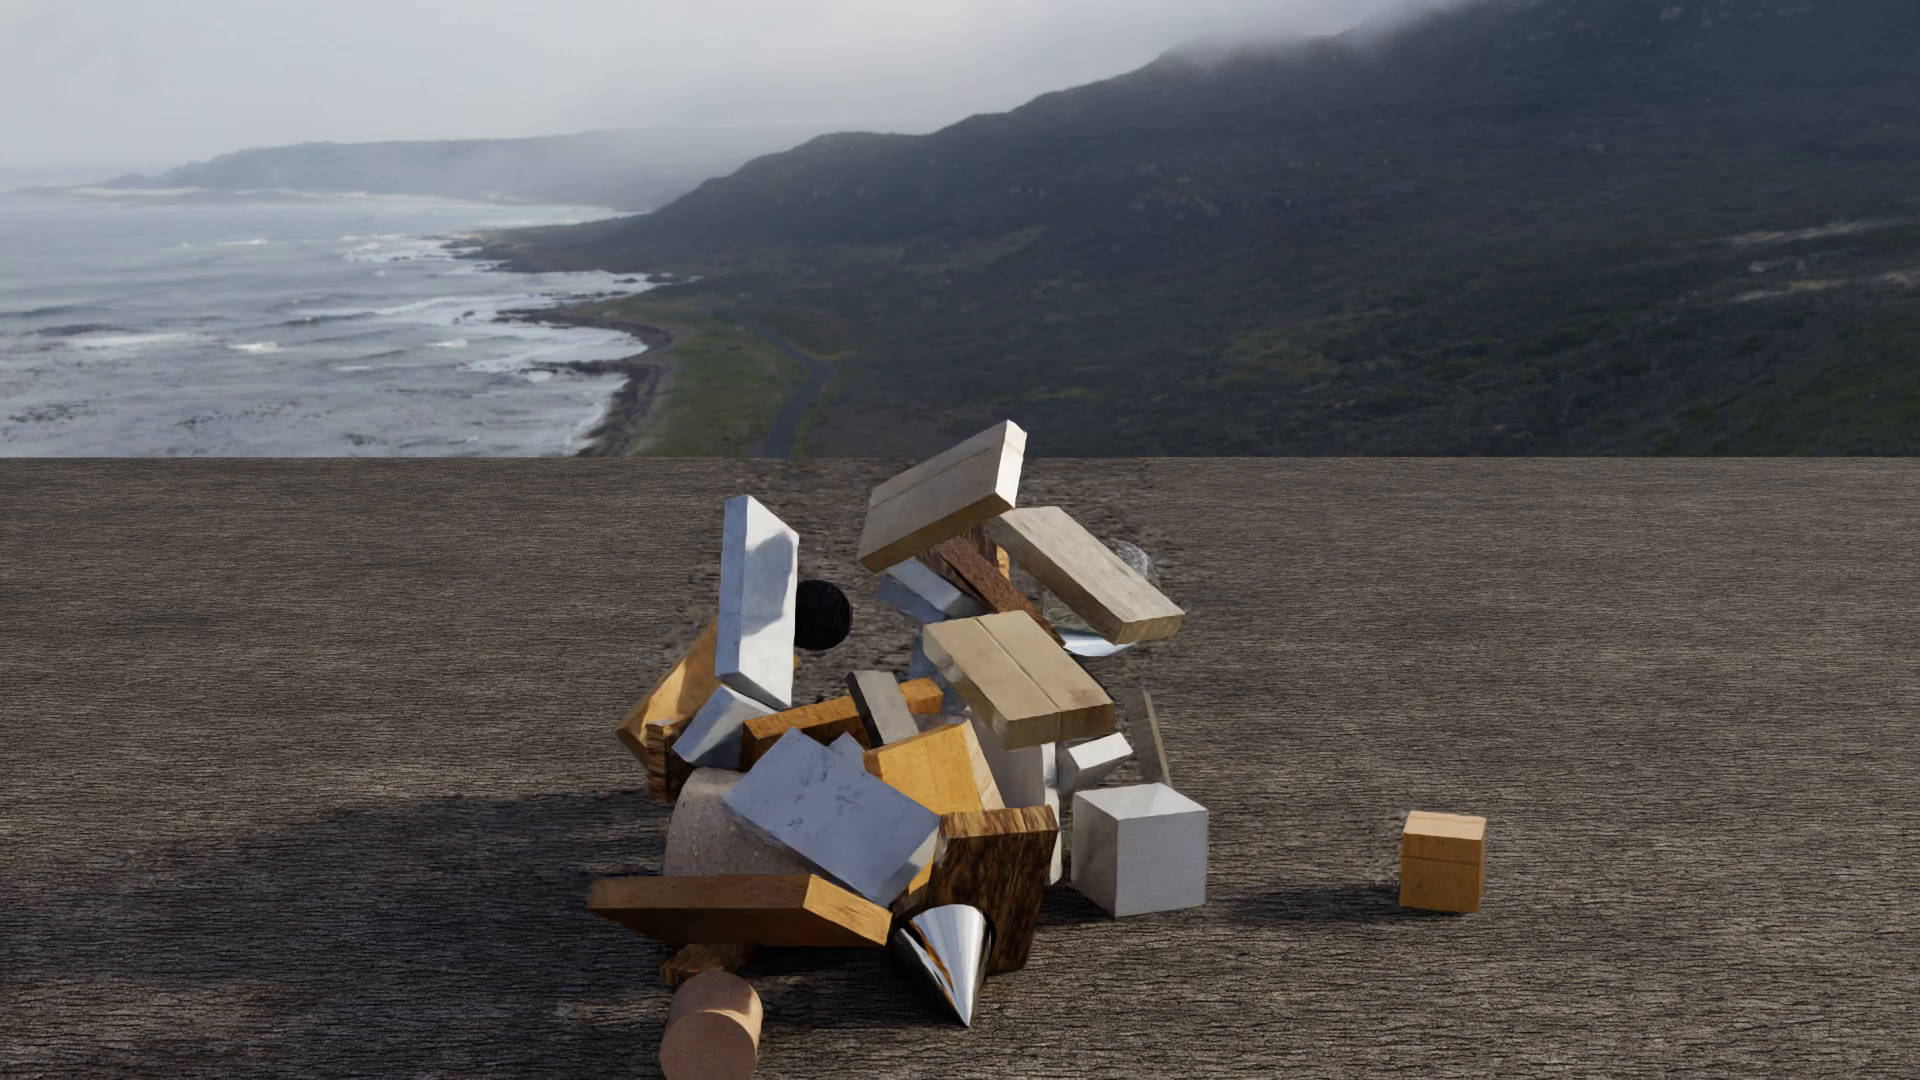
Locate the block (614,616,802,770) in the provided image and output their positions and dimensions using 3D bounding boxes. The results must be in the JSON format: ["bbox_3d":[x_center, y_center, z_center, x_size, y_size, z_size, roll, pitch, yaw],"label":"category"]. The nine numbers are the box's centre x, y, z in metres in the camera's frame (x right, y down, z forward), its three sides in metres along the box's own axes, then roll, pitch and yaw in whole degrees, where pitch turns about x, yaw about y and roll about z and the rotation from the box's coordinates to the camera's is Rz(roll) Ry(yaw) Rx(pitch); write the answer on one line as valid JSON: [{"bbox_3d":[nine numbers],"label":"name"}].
[{"bbox_3d":[-0.431,0.268,3.786,0.045,0.159,0.349,-26,20,49],"label":"block"}]

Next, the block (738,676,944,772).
[{"bbox_3d":[-0.200,0.341,3.634,0.342,0.171,0.048,-12,41,-28],"label":"block"}]

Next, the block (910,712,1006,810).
[{"bbox_3d":[-0.016,0.431,3.605,0.171,0.342,0.048,1,38,33],"label":"block"}]

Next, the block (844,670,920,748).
[{"bbox_3d":[-0.114,0.285,3.475,0.086,0.172,0.024,5,-40,-45],"label":"block"}]

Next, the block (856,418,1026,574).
[{"bbox_3d":[-0.032,-0.071,3.653,0.319,0.159,0.045,-26,-51,37],"label":"block"}]

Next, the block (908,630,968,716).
[{"bbox_3d":[-0.036,0.344,4.028,0.142,0.334,0.040,10,7,10],"label":"block"}]

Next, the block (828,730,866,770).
[{"bbox_3d":[-0.075,0.464,3.516,0.048,0.342,0.171,-41,20,-6],"label":"block"}]

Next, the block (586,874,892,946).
[{"bbox_3d":[-0.311,0.512,3.038,0.441,0.046,0.162,-9,-31,41],"label":"block"}]

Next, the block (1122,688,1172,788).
[{"bbox_3d":[0.340,0.403,3.848,0.036,0.277,0.128,-15,-10,8],"label":"block"}]

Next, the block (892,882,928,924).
[{"bbox_3d":[-0.014,0.571,3.315,0.086,0.172,0.024,-35,43,17],"label":"block"}]

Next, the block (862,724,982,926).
[{"bbox_3d":[-0.038,0.465,3.406,0.162,0.324,0.046,-16,5,-35],"label":"block"}]

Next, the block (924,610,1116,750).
[{"bbox_3d":[0.080,0.197,3.174,0.162,0.046,0.324,-8,25,-20],"label":"block"}]

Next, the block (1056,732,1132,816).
[{"bbox_3d":[0.155,0.444,3.804,0.149,0.042,0.298,-11,-28,-49],"label":"block"}]

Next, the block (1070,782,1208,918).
[{"bbox_3d":[0.295,0.510,3.640,0.164,0.164,0.164,-3,11,-23],"label":"block"}]

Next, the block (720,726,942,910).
[{"bbox_3d":[-0.187,0.413,3.267,0.324,0.046,0.162,27,61,36],"label":"block"}]

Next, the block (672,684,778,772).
[{"bbox_3d":[-0.357,0.325,3.584,0.036,0.128,0.256,39,1,28],"label":"block"}]

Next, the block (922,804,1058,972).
[{"bbox_3d":[0.036,0.520,3.231,0.162,0.324,0.046,-3,43,-14],"label":"block"}]

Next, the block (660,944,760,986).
[{"bbox_3d":[-0.380,0.637,3.345,0.086,0.024,0.172,5,11,18],"label":"block"}]

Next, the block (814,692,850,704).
[{"bbox_3d":[-0.163,0.322,3.761,0.040,0.142,0.283,42,26,30],"label":"block"}]

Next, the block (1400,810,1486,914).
[{"bbox_3d":[0.801,0.532,3.640,0.125,0.125,0.125,3,11,17],"label":"block"}]

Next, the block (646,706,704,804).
[{"bbox_3d":[-0.420,0.344,3.646,0.036,0.128,0.256,4,9,32],"label":"block"}]

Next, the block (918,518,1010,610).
[{"bbox_3d":[0.018,0.201,4.311,0.173,0.508,0.049,-7,-5,25],"label":"block"}]

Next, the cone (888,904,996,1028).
[{"bbox_3d":[-0.006,0.644,3.178,0.163,0.163,0.163,-3,38,-15],"label":"cone"}]

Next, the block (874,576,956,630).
[{"bbox_3d":[-0.051,0.150,4.151,0.142,0.040,0.283,28,-5,22],"label":"block"}]

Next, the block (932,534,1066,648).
[{"bbox_3d":[0.054,0.083,3.989,0.049,0.173,0.346,-44,32,-2],"label":"block"}]

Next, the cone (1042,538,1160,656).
[{"bbox_3d":[0.379,0.183,5.138,0.300,0.300,0.300,-3,18,-15],"label":"cone"}]

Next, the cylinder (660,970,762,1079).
[{"bbox_3d":[-0.331,0.659,2.933,0.126,0.126,0.126,0,14,-1],"label":"cylinder"}]

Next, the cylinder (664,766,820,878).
[{"bbox_3d":[-0.303,0.494,3.442,0.247,0.247,0.247,7,12,12],"label":"cylinder"}]

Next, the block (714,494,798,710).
[{"bbox_3d":[-0.337,0.105,3.667,0.046,0.324,0.162,-13,-31,24],"label":"block"}]

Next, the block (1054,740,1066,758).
[{"bbox_3d":[0.098,0.405,3.895,0.149,0.298,0.042,-1,40,-11],"label":"block"}]

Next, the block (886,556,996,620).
[{"bbox_3d":[-0.043,0.086,3.971,0.159,0.045,0.319,35,0,16],"label":"block"}]

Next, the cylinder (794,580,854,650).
[{"bbox_3d":[-0.273,0.144,4.187,0.134,0.134,0.134,0,-3,0],"label":"cylinder"}]

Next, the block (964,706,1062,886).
[{"bbox_3d":[0.090,0.428,3.718,0.149,0.298,0.042,6,19,31],"label":"block"}]

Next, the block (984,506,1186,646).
[{"bbox_3d":[0.222,0.059,3.937,0.173,0.049,0.346,-6,38,-47],"label":"block"}]
